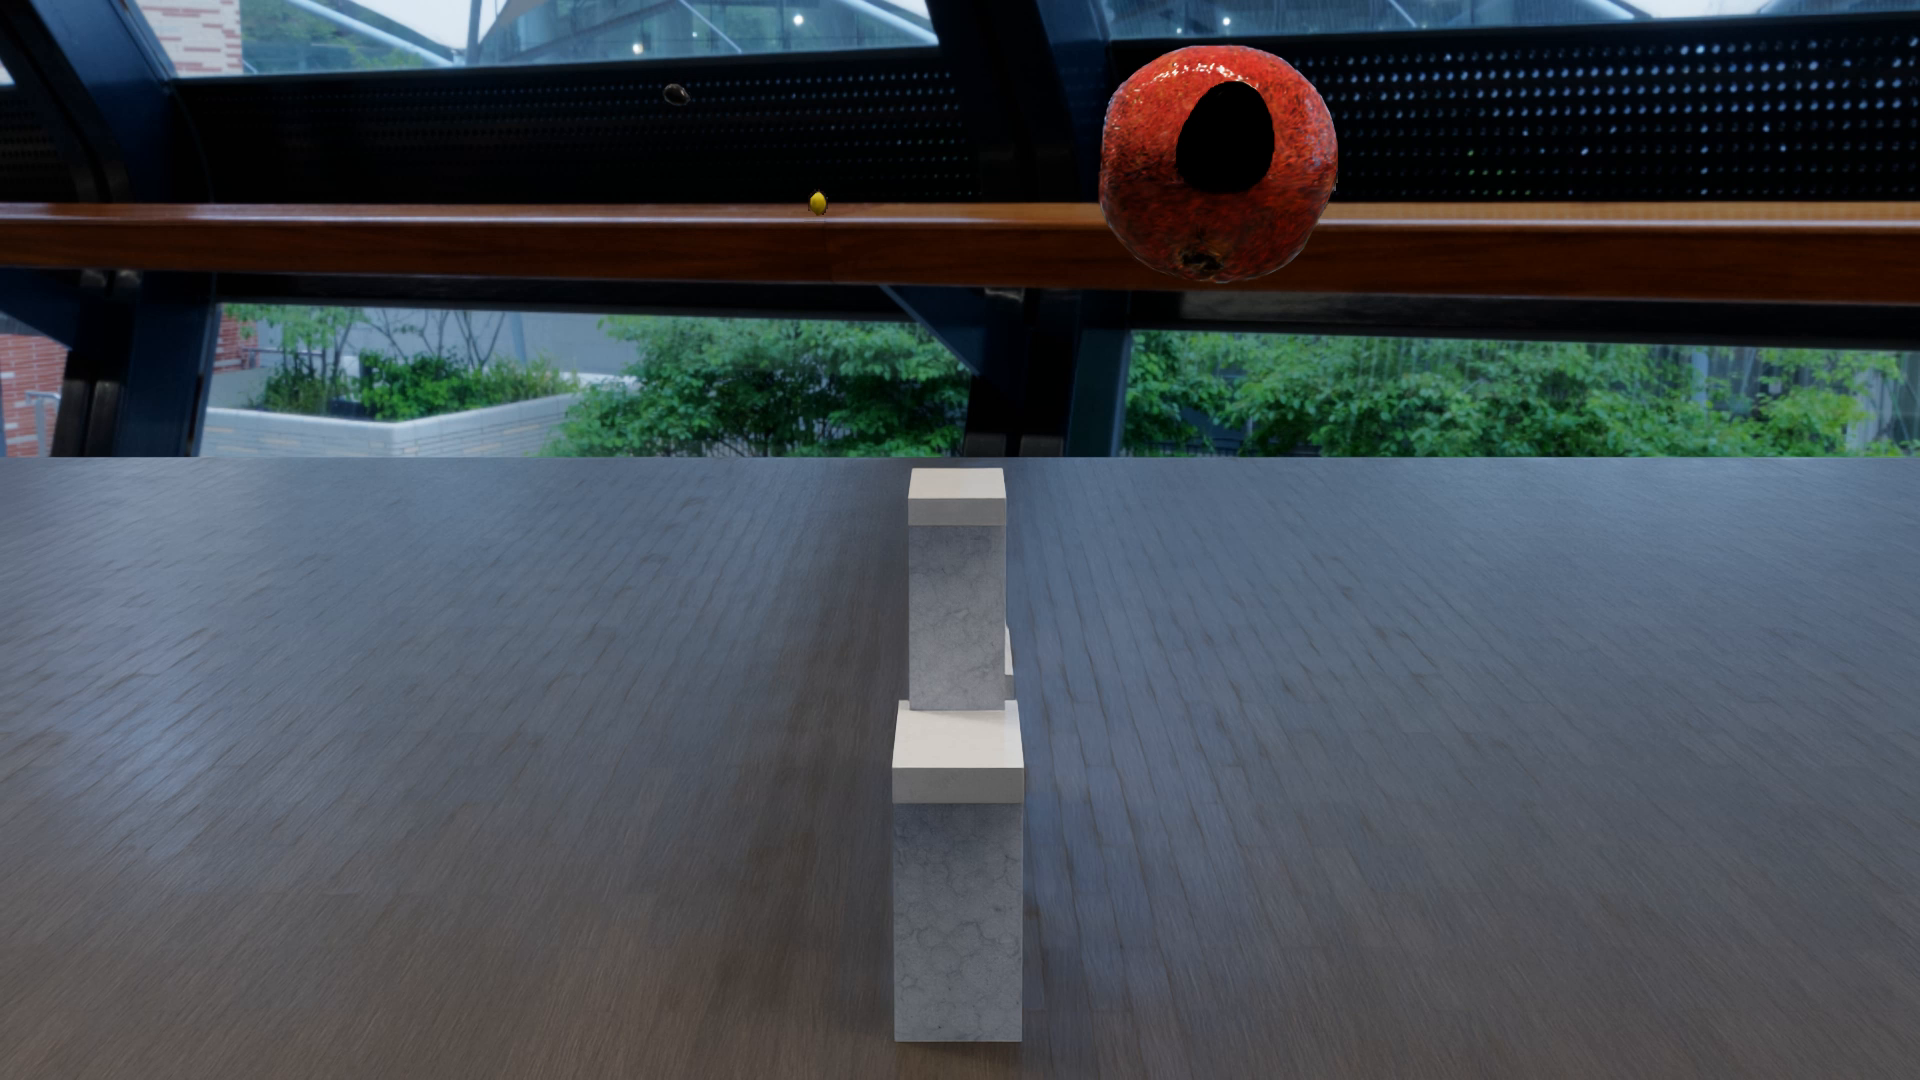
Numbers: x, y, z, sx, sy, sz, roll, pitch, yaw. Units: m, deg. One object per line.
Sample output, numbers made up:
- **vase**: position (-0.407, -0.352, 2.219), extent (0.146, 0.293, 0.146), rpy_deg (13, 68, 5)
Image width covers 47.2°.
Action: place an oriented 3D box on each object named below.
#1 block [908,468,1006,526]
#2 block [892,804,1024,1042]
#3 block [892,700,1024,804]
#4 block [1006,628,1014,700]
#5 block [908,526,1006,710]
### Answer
- **block**: position (-0.004, -0.067, 3.314), extent (0.142, 0.040, 0.283), rpy_deg (0, 11, 0)
- **block**: position (-0.003, 0.521, 3.066), extent (0.178, 0.356, 0.050), rpy_deg (0, 11, 0)
- **block**: position (-0.003, 0.299, 3.145), extent (0.178, 0.050, 0.356), rpy_deg (0, 11, 0)
- **block**: position (0.002, 0.211, 3.733), extent (0.169, 0.048, 0.337), rpy_deg (0, 11, 0)
- **block**: position (-0.004, 0.110, 3.251), extent (0.142, 0.284, 0.040), rpy_deg (0, 11, 0)
